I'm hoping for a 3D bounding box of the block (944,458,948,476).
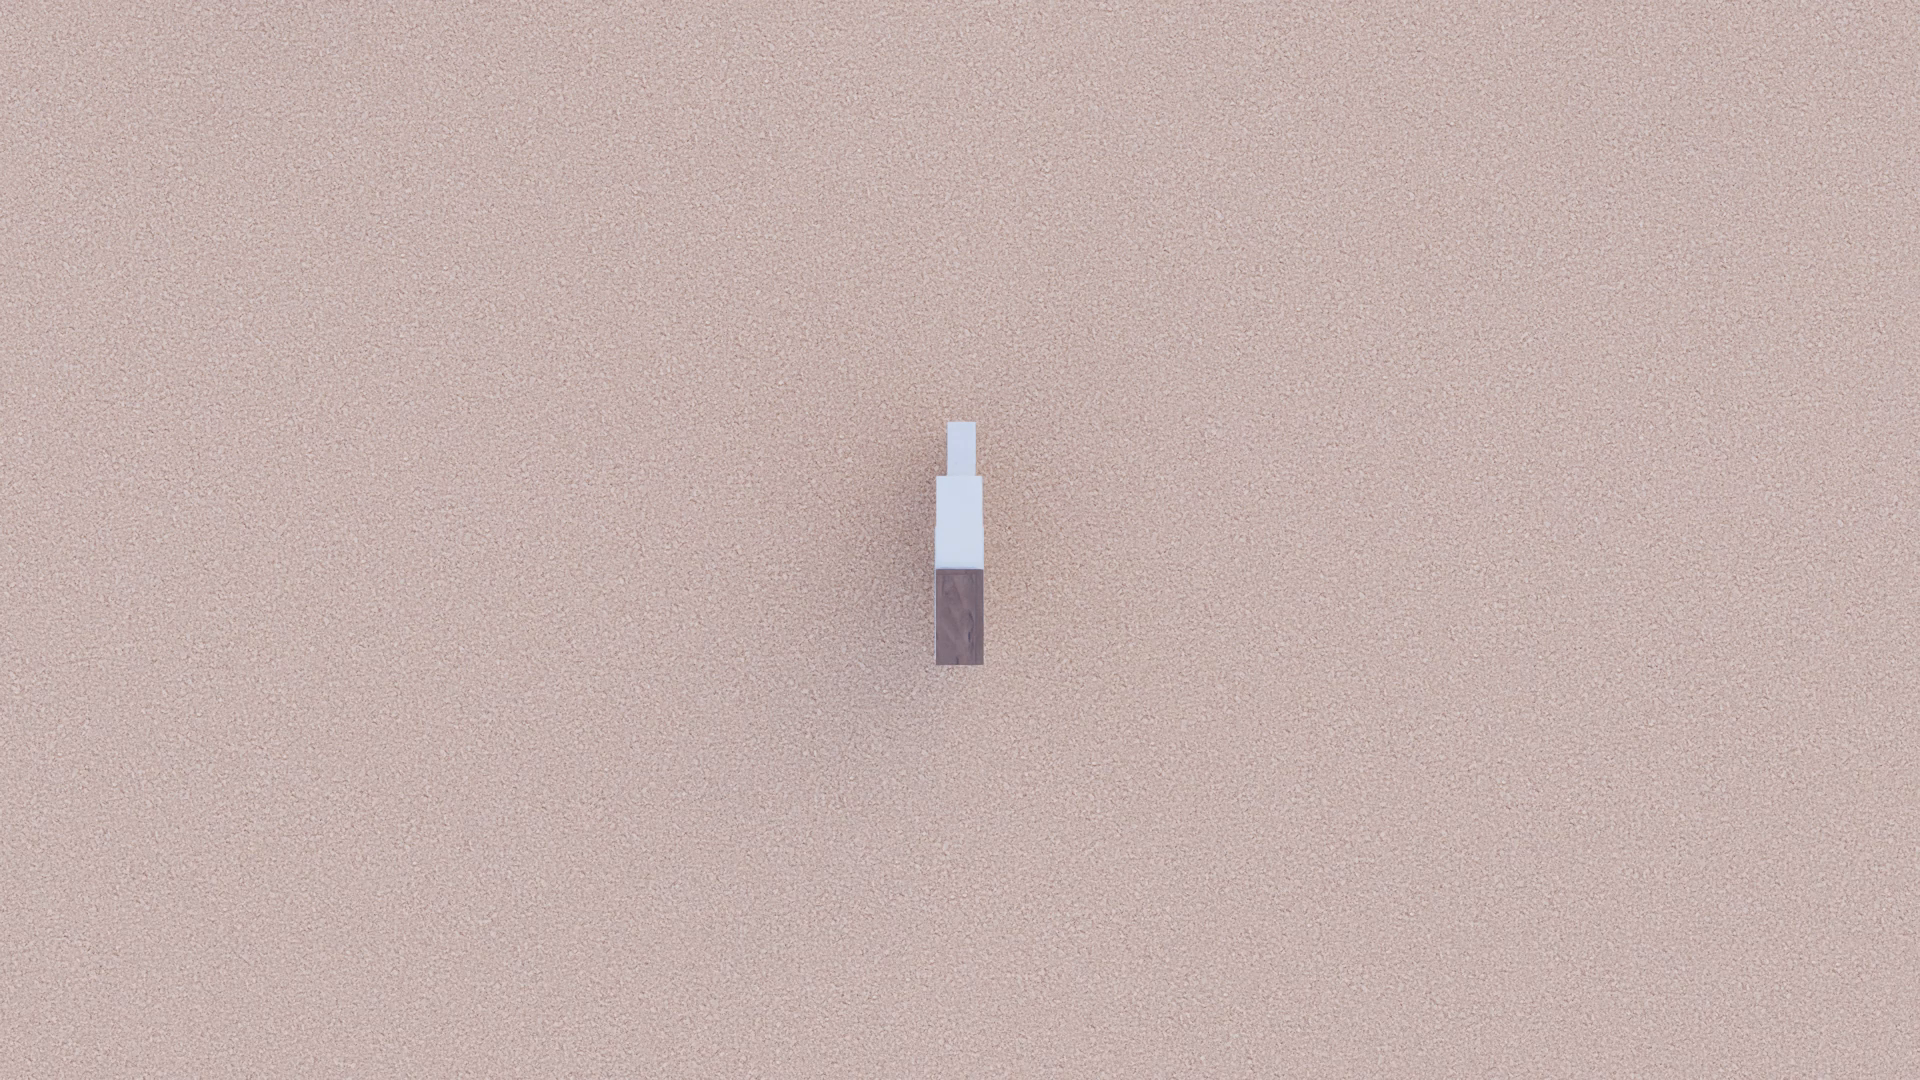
[{"bbox_3d":[0.001,-0.146,4.991,0.100,0.028,0.200,0,90,0],"label":"block"}]

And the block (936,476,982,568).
[{"bbox_3d":[-0.001,-0.051,4.561,0.126,0.036,0.252,0,90,0],"label":"block"}]

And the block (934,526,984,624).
[{"bbox_3d":[-0.002,0.102,4.851,0.144,0.041,0.287,0,90,0],"label":"block"}]

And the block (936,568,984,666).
[{"bbox_3d":[-0.001,0.212,4.549,0.132,0.037,0.264,0,90,0],"label":"block"}]

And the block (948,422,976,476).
[{"bbox_3d":[0.004,-0.263,4.803,0.081,0.023,0.162,0,90,0],"label":"block"}]
